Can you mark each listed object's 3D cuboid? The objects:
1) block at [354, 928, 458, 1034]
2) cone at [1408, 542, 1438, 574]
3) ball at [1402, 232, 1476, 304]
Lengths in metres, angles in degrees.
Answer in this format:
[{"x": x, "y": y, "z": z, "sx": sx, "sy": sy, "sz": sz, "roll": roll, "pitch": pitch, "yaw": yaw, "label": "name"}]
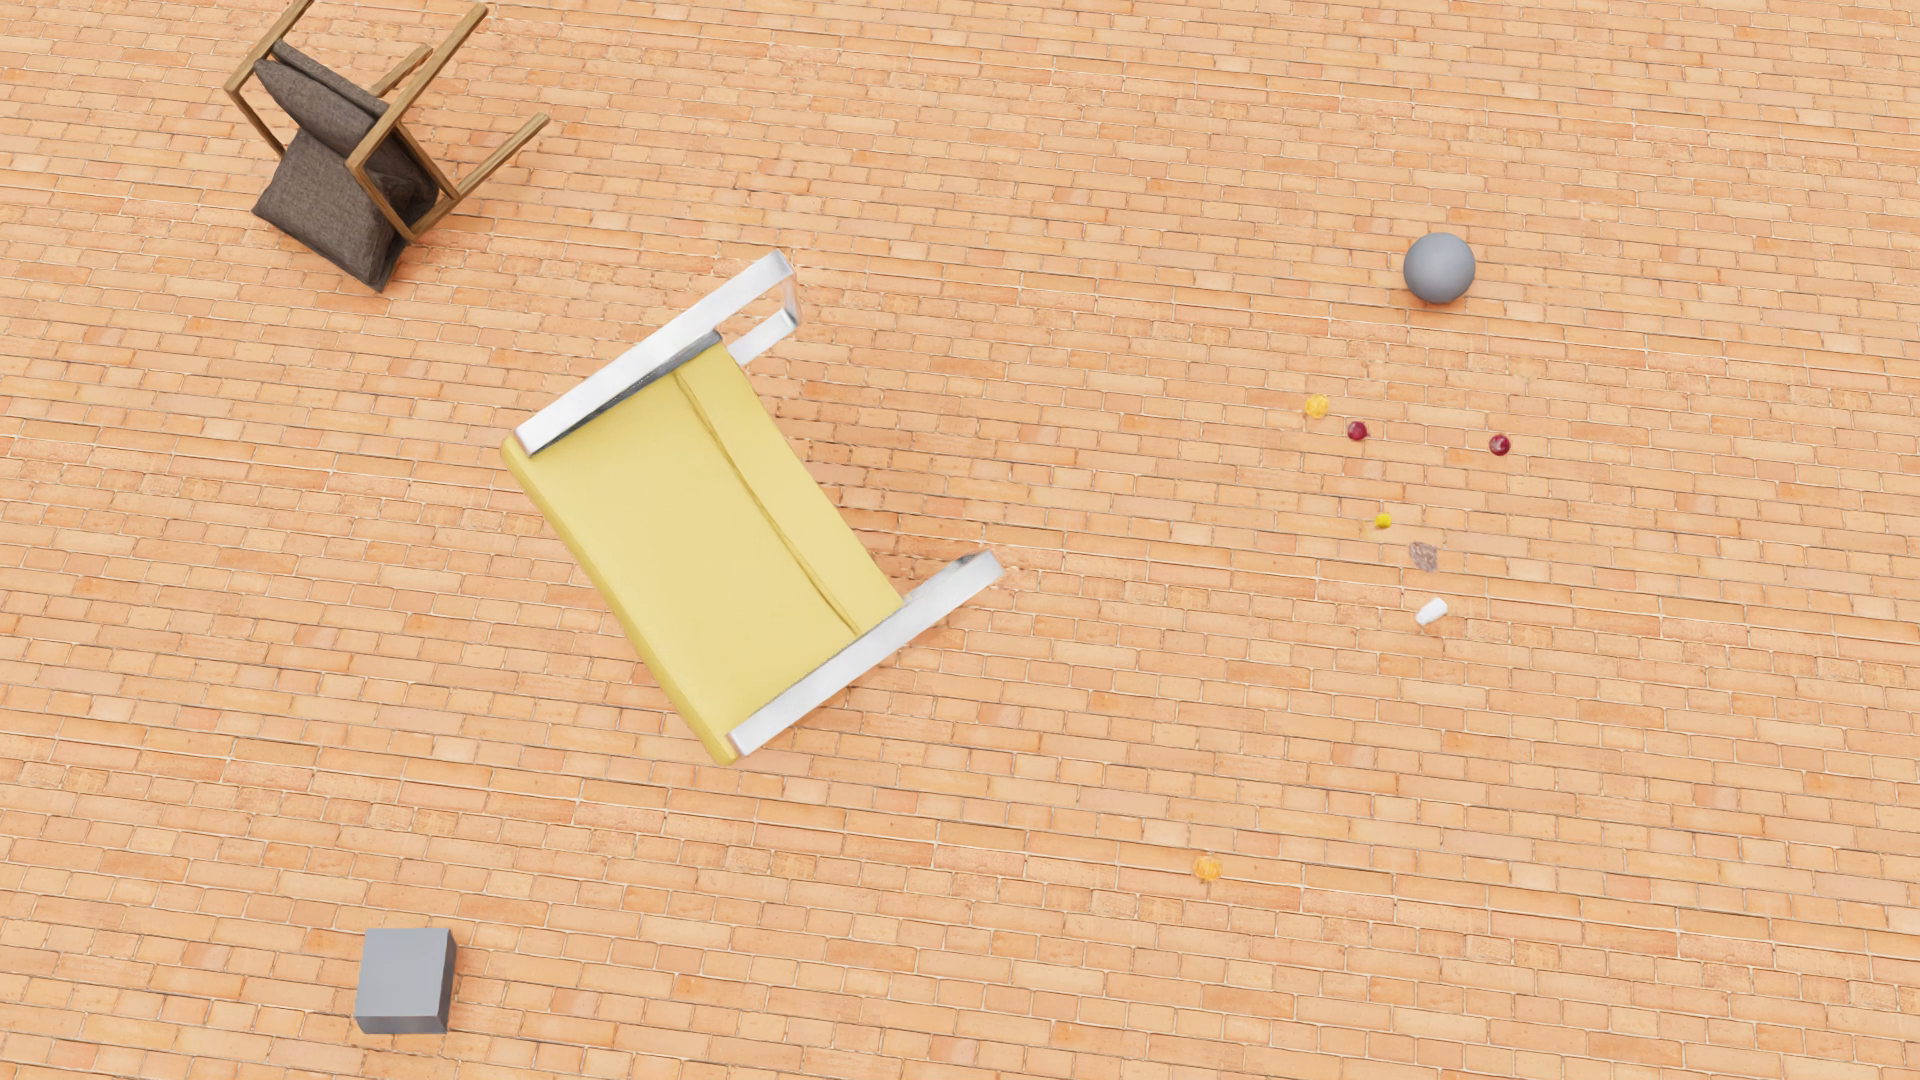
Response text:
[{"x": -1.442, "y": 1.149, "z": 5.729, "sx": 0.214, "sy": 0.122, "sz": 0.241, "roll": -1, "pitch": 56, "yaw": 0, "label": "block"}, {"x": 1.395, "y": 0.035, "z": 6.528, "sx": 0.110, "sy": 0.076, "sz": 0.091, "roll": 52, "pitch": 42, "yaw": 6, "label": "cone"}, {"x": 1.530, "y": -0.869, "z": 7.019, "sx": 0.228, "sy": 0.228, "sz": 0.228, "roll": 0, "pitch": 56, "yaw": 0, "label": "ball"}]
